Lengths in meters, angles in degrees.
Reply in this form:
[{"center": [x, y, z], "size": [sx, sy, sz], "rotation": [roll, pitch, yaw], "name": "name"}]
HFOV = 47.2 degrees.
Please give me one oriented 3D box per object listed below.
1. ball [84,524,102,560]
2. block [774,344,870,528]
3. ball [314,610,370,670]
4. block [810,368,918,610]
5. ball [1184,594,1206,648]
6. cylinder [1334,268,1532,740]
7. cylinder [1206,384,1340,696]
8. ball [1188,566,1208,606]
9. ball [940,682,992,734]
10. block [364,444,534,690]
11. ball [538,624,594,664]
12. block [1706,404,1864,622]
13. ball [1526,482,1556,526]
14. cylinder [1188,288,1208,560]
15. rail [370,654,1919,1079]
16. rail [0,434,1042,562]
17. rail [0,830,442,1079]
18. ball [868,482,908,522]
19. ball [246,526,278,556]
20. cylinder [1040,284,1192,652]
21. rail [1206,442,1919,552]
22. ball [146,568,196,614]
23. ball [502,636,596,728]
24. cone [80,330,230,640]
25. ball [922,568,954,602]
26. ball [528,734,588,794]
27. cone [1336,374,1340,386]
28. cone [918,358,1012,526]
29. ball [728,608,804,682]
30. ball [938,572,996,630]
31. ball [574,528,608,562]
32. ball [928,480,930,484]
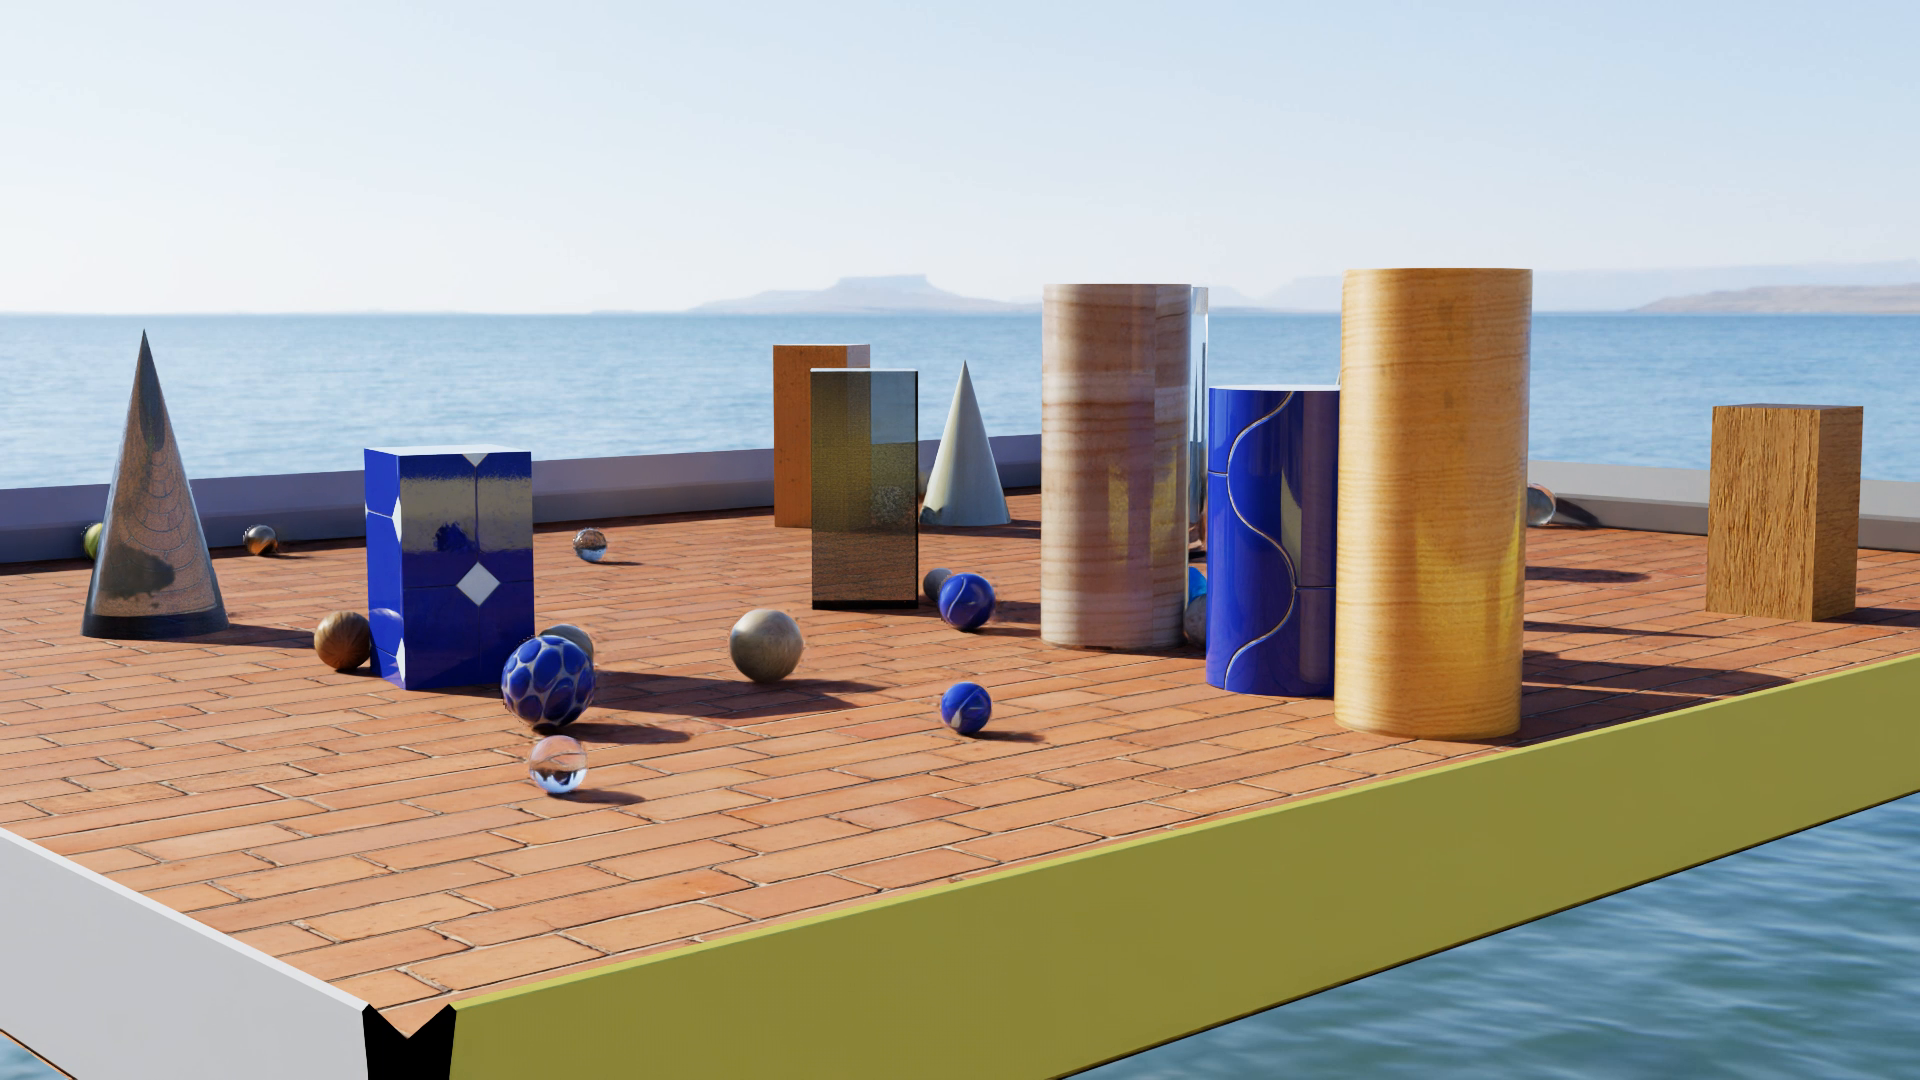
[{"center": [-1.523, 0.005, 3.912], "size": [0.068, 0.068, 0.068], "rotation": [0, 6, 0], "name": "ball"}, {"center": [-0.286, -0.219, 4.583], "size": [0.159, 0.375, 0.159], "rotation": [2, 6, 15], "name": "block"}, {"center": [-0.765, 0.125, 2.735], "size": [0.074, 0.074, 0.074], "rotation": [0, 6, 0], "name": "ball"}, {"center": [-0.146, -0.081, 3.351], "size": [0.159, 0.356, 0.159], "rotation": [0, 6, -4], "name": "block"}, {"center": [0.334, 0.107, 2.908], "size": [0.074, 0.074, 0.074], "rotation": [0, 6, 0], "name": "ball"}, {"center": [0.506, -0.045, 2.361], "size": [0.199, 0.488, 0.199], "rotation": [0, 6, 0], "name": "cylinder"}, {"center": [0.395, -0.005, 2.625], "size": [0.199, 0.354, 0.199], "rotation": [0, 6, 0], "name": "cylinder"}, {"center": [0.319, 0.076, 3.171], "size": [0.080, 0.080, 0.080], "rotation": [0, 6, 0], "name": "ball"}, {"center": [0.007, 0.177, 2.323], "size": [0.055, 0.055, 0.055], "rotation": [0, 6, 0], "name": "ball"}, {"center": [-0.622, 0.028, 2.681], "size": [0.159, 0.277, 0.159], "rotation": [-3, 7, -29], "name": "block"}, {"center": [-0.472, 0.137, 2.616], "size": [0.074, 0.074, 0.074], "rotation": [0, 6, 0], "name": "ball"}, {"center": [1.220, -0.045, 3.254], "size": [0.159, 0.305, 0.159], "rotation": [6, 8, 43], "name": "block"}, {"center": [1.184, -0.072, 4.545], "size": [0.091, 0.091, 0.091], "rotation": [0, 6, 0], "name": "ball"}, {"center": [0.351, -0.215, 4.007], "size": [0.199, 0.486, 0.199], "rotation": [0, 6, 0], "name": "cylinder"}, {"center": [1.044, 0.151, 2.207], "size": [3.571, 0.129, 0.045], "rotation": [-5, 8, -42], "name": "rail"}, {"center": [-1.044, -0.084, 4.457], "size": [3.571, 0.129, 0.045], "rotation": [-5, 8, -42], "name": "rail"}, {"center": [-1.295, 0.157, 2.144], "size": [0.045, 0.129, 3.126], "rotation": [-5, 8, -42], "name": "rail"}, {"center": [-0.150, -0.078, 4.635], "size": [0.085, 0.085, 0.085], "rotation": [0, 6, 0], "name": "ball"}, {"center": [-1.270, 0.001, 4.004], "size": [0.056, 0.056, 0.056], "rotation": [0, 6, 0], "name": "ball"}, {"center": [0.208, -0.101, 2.945], "size": [0.199, 0.479, 0.199], "rotation": [0, 6, 0], "name": "cylinder"}, {"center": [1.295, -0.090, 4.520], "size": [0.045, 0.129, 3.126], "rotation": [-5, 8, -42], "name": "rail"}, {"center": [-1.163, 0.075, 3.242], "size": [0.067, 0.067, 0.067], "rotation": [0, 6, 0], "name": "ball"}, {"center": [-0.439, 0.152, 2.350], "size": [0.099, 0.099, 0.099], "rotation": [0, 6, 0], "name": "ball"}, {"center": [-1.128, -0.085, 3.063], "size": [0.199, 0.423, 0.199], "rotation": [0, 6, 0], "name": "cone"}, {"center": [-0.031, 0.069, 3.364], "size": [0.053, 0.053, 0.053], "rotation": [0, 6, 0], "name": "ball"}, {"center": [-0.372, 0.207, 2.035], "size": [0.054, 0.054, 0.054], "rotation": [0, 6, 0], "name": "ball"}, {"center": [0.553, -0.070, 3.212], "size": [0.199, 0.363, 0.199], "rotation": [0, 6, 0], "name": "cone"}, {"center": [0.010, -0.212, 4.647], "size": [0.199, 0.346, 0.199], "rotation": [0, 6, 0], "name": "cone"}, {"center": [-0.233, 0.127, 2.641], "size": [0.089, 0.089, 0.089], "rotation": [0, 6, 0], "name": "ball"}, {"center": [0.010, 0.086, 3.077], "size": [0.081, 0.081, 0.081], "rotation": [0, 6, 0], "name": "ball"}, {"center": [-0.657, 0.010, 3.910], "size": [0.059, 0.059, 0.059], "rotation": [0, 6, 0], "name": "ball"}, {"center": [-0.026, -0.126, 5.041], "size": [0.094, 0.094, 0.094], "rotation": [0, 6, 0], "name": "ball"}]
